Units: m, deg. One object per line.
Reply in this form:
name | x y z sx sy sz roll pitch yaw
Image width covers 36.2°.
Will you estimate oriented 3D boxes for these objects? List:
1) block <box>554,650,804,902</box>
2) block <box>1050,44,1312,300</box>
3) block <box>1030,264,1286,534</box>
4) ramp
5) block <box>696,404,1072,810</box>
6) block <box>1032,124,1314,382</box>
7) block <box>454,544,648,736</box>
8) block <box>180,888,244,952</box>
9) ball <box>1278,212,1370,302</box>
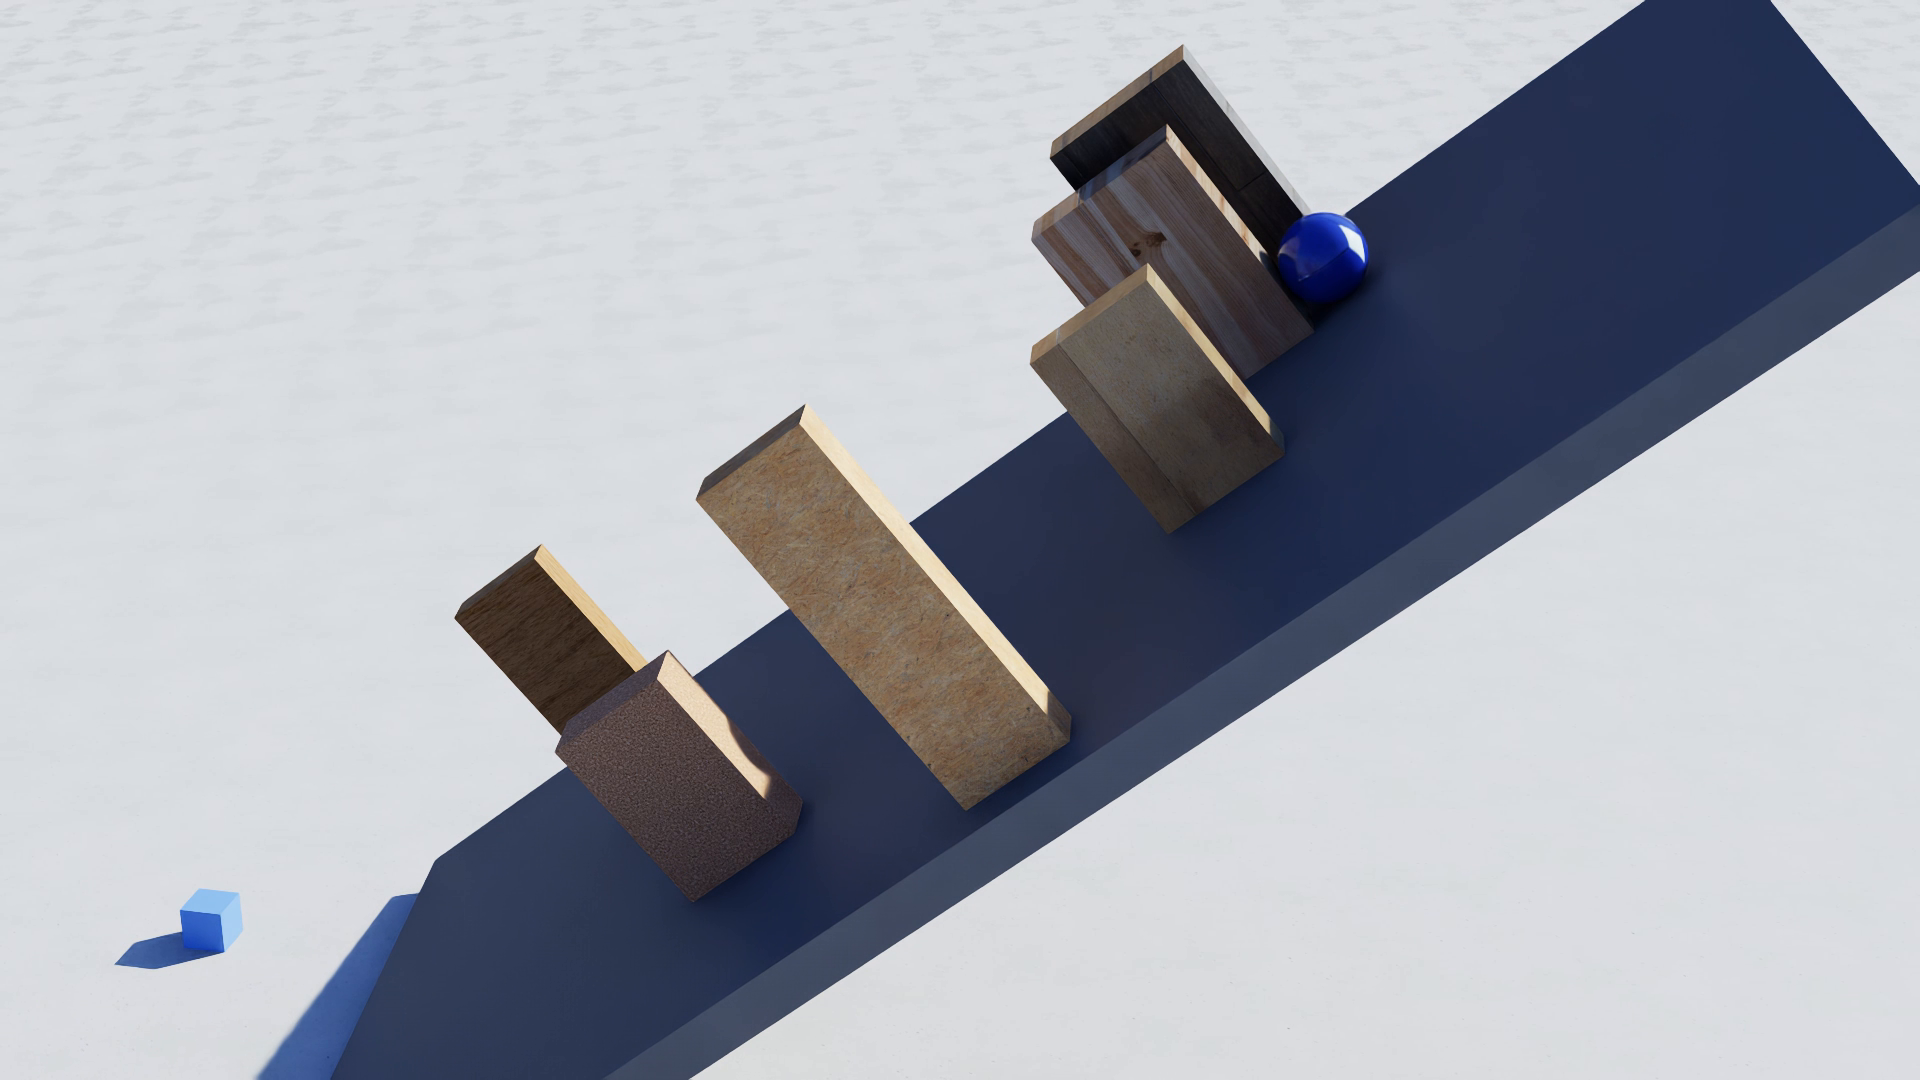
block | -0.581 0.491 6.107 0.281 0.439 0.141 -35 16 17
block | 0.537 -0.755 6.636 0.371 0.607 0.142 -35 16 17
block | 0.399 -0.282 5.930 0.293 0.460 0.111 -35 16 17
ramp | 0.125 0.182 6.332 4.000 0.100 2.000 -35 16 17
block | -0.134 0.130 5.418 0.246 0.787 0.105 -35 16 17
block | 0.467 -0.578 6.443 0.366 0.536 0.141 -35 16 17
block | -0.847 0.333 6.765 0.248 0.651 0.086 -35 16 17
block | -1.929 0.980 7.583 0.112 0.112 0.112 5 24 11
ball | 0.794 -0.618 6.426 0.199 0.199 0.199 0 23 0
